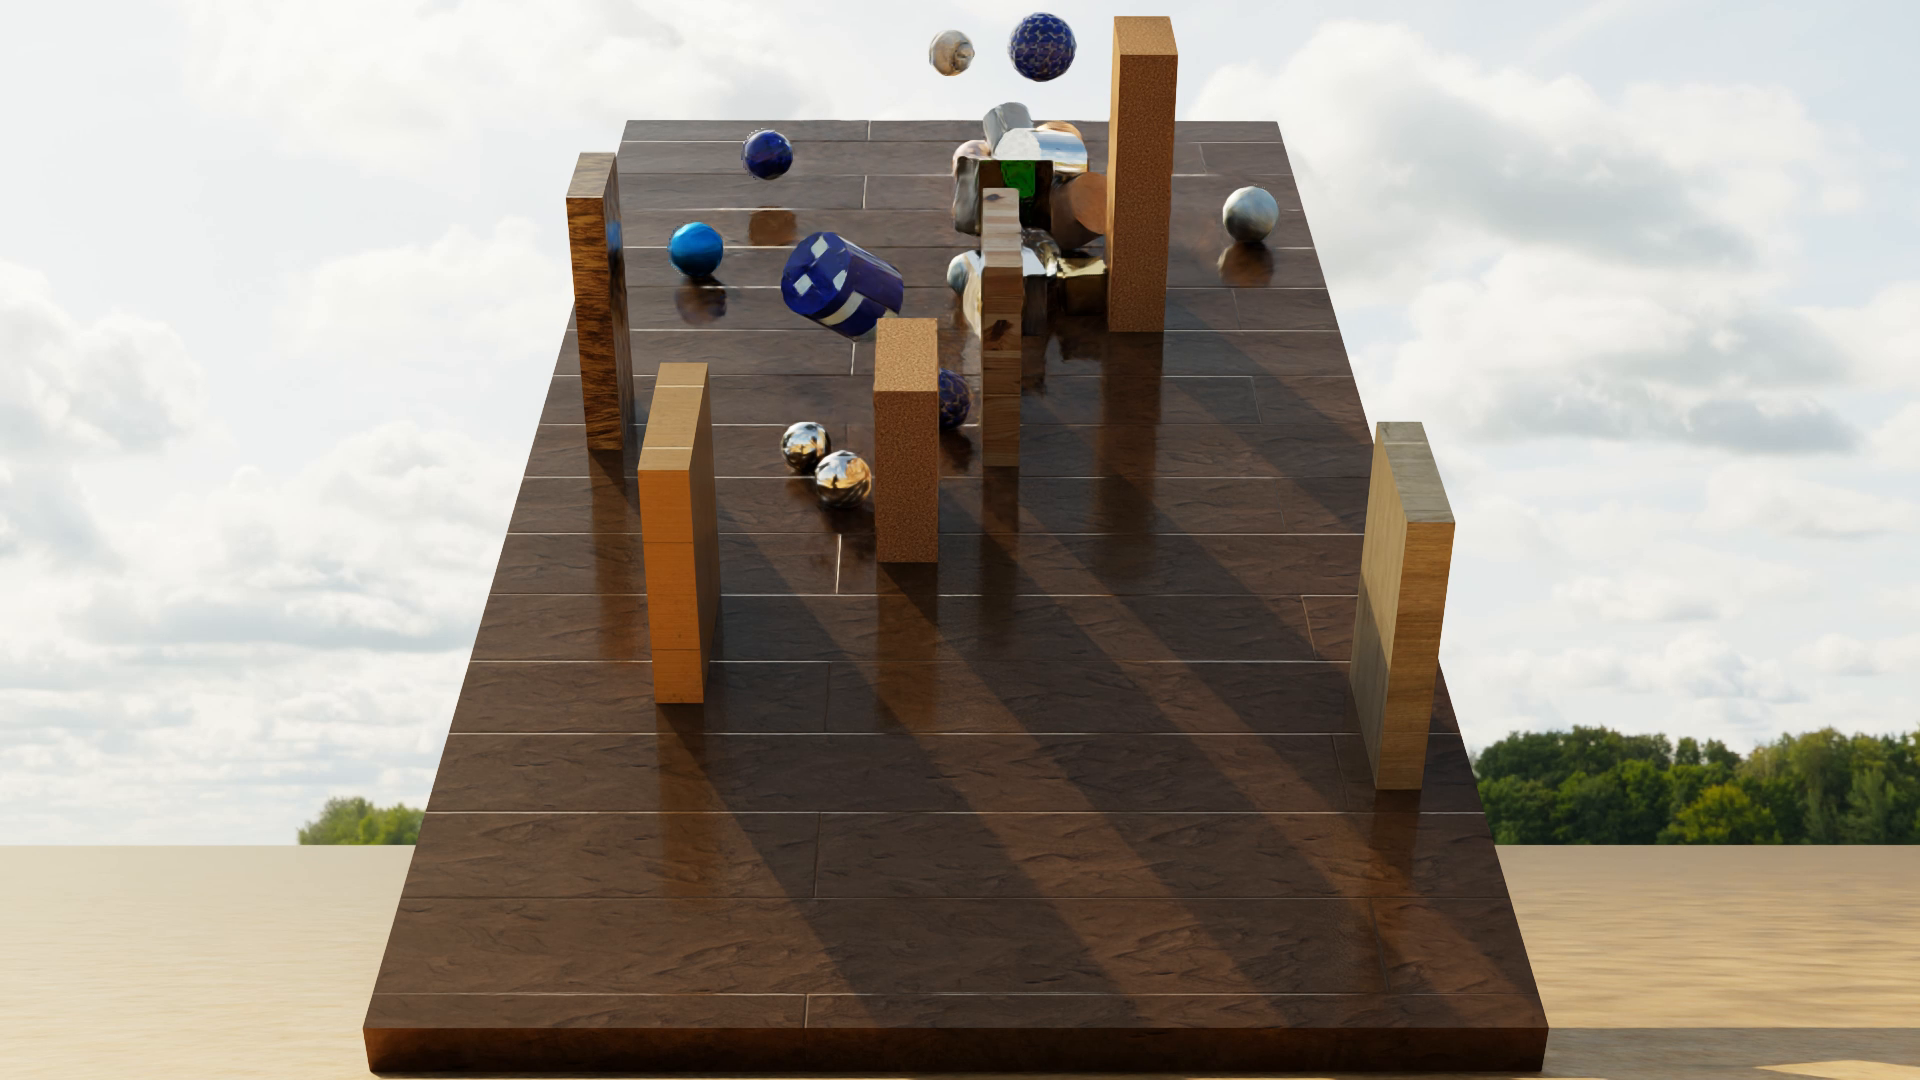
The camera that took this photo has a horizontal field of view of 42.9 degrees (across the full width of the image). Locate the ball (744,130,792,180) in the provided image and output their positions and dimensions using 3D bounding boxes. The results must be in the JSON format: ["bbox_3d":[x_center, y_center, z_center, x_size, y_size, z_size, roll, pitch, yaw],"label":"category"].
[{"bbox_3d":[-0.548,-1.101,6.990,0.140,0.140,0.140,0,-7,0],"label":"ball"}]

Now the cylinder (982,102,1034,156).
[{"bbox_3d":[0.146,-1.149,6.961,0.138,0.138,0.138,-12,-24,-6],"label":"cylinder"}]

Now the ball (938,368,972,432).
[{"bbox_3d":[-0.045,-0.333,5.833,0.151,0.151,0.151,0,-7,0],"label":"ball"}]

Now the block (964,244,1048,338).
[{"bbox_3d":[0.116,-0.637,6.301,0.174,0.174,0.174,-8,33,-13],"label":"block"}]

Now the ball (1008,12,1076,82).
[{"bbox_3d":[0.238,-1.436,7.117,0.202,0.202,0.202,0,-7,0],"label":"ball"}]

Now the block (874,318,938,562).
[{"bbox_3d":[-0.116,-0.223,5.394,0.134,0.426,0.344,0,32,0],"label":"block"}]

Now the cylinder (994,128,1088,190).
[{"bbox_3d":[0.225,-1.048,6.804,0.186,0.186,0.186,-4,-2,-44],"label":"cylinder"}]

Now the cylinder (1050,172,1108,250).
[{"bbox_3d":[0.325,-0.892,6.640,0.171,0.171,0.171,4,-12,-30],"label":"cylinder"}]

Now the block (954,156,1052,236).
[{"bbox_3d":[0.116,-0.928,6.596,0.204,0.204,0.204,-2,12,-18],"label":"block"}]

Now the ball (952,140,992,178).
[{"bbox_3d":[0.048,-1.080,7.040,0.145,0.145,0.145,0,-7,0],"label":"ball"}]

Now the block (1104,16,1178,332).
[{"bbox_3d":[0.456,-0.928,6.226,0.141,0.749,0.271,0,32,0],"label":"block"}]

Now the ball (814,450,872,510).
[{"bbox_3d":[-0.265,-0.136,5.532,0.132,0.132,0.132,0,-7,0],"label":"ball"}]

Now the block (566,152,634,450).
[{"bbox_3d":[-0.839,-0.556,5.718,0.082,0.646,0.260,0,32,0],"label":"block"}]

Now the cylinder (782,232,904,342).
[{"bbox_3d":[-0.275,-0.592,5.733,0.204,0.204,0.204,-5,-19,37],"label":"cylinder"}]

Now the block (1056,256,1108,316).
[{"bbox_3d":[0.320,-0.665,6.396,0.113,0.113,0.113,-4,30,-7],"label":"block"}]

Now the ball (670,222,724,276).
[{"bbox_3d":[-0.705,-0.778,6.550,0.144,0.144,0.144,0,-7,0],"label":"ball"}]

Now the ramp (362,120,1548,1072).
[{"bbox_3d":[-0.015,-0.192,5.843,2.000,0.100,4.000,0,32,0],"label":"ramp"}]

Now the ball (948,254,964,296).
[{"bbox_3d":[0.025,-0.697,6.415,0.117,0.117,0.117,0,-7,0],"label":"ball"}]

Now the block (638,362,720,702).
[{"bbox_3d":[-0.564,-0.018,4.952,0.097,0.541,0.435,0,32,0],"label":"block"}]

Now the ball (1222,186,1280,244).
[{"bbox_3d":[0.802,-0.896,6.740,0.155,0.155,0.155,0,-7,0],"label":"ball"}]

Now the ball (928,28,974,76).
[{"bbox_3d":[-0.025,-1.354,6.788,0.130,0.130,0.130,0,-7,0],"label":"ball"}]

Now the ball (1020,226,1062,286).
[{"bbox_3d":[0.183,-0.744,6.473,0.175,0.175,0.175,0,-7,0],"label":"ball"}]

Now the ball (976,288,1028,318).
[{"bbox_3d":[0.104,-0.586,6.047,0.126,0.126,0.126,0,-7,0],"label":"ball"}]

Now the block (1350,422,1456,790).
[{"bbox_3d":[0.840,0.125,4.677,0.086,0.599,0.370,0,32,0],"label":"block"}]

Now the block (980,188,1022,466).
[{"bbox_3d":[0.095,-0.505,5.767,0.085,0.514,0.435,0,32,0],"label":"block"}]

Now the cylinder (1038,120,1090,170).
[{"bbox_3d":[0.287,-1.109,7.075,0.158,0.158,0.158,1,32,-5],"label":"cylinder"}]

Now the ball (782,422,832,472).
[{"bbox_3d":[-0.357,-0.218,5.677,0.117,0.117,0.117,0,-7,0],"label":"ball"}]
